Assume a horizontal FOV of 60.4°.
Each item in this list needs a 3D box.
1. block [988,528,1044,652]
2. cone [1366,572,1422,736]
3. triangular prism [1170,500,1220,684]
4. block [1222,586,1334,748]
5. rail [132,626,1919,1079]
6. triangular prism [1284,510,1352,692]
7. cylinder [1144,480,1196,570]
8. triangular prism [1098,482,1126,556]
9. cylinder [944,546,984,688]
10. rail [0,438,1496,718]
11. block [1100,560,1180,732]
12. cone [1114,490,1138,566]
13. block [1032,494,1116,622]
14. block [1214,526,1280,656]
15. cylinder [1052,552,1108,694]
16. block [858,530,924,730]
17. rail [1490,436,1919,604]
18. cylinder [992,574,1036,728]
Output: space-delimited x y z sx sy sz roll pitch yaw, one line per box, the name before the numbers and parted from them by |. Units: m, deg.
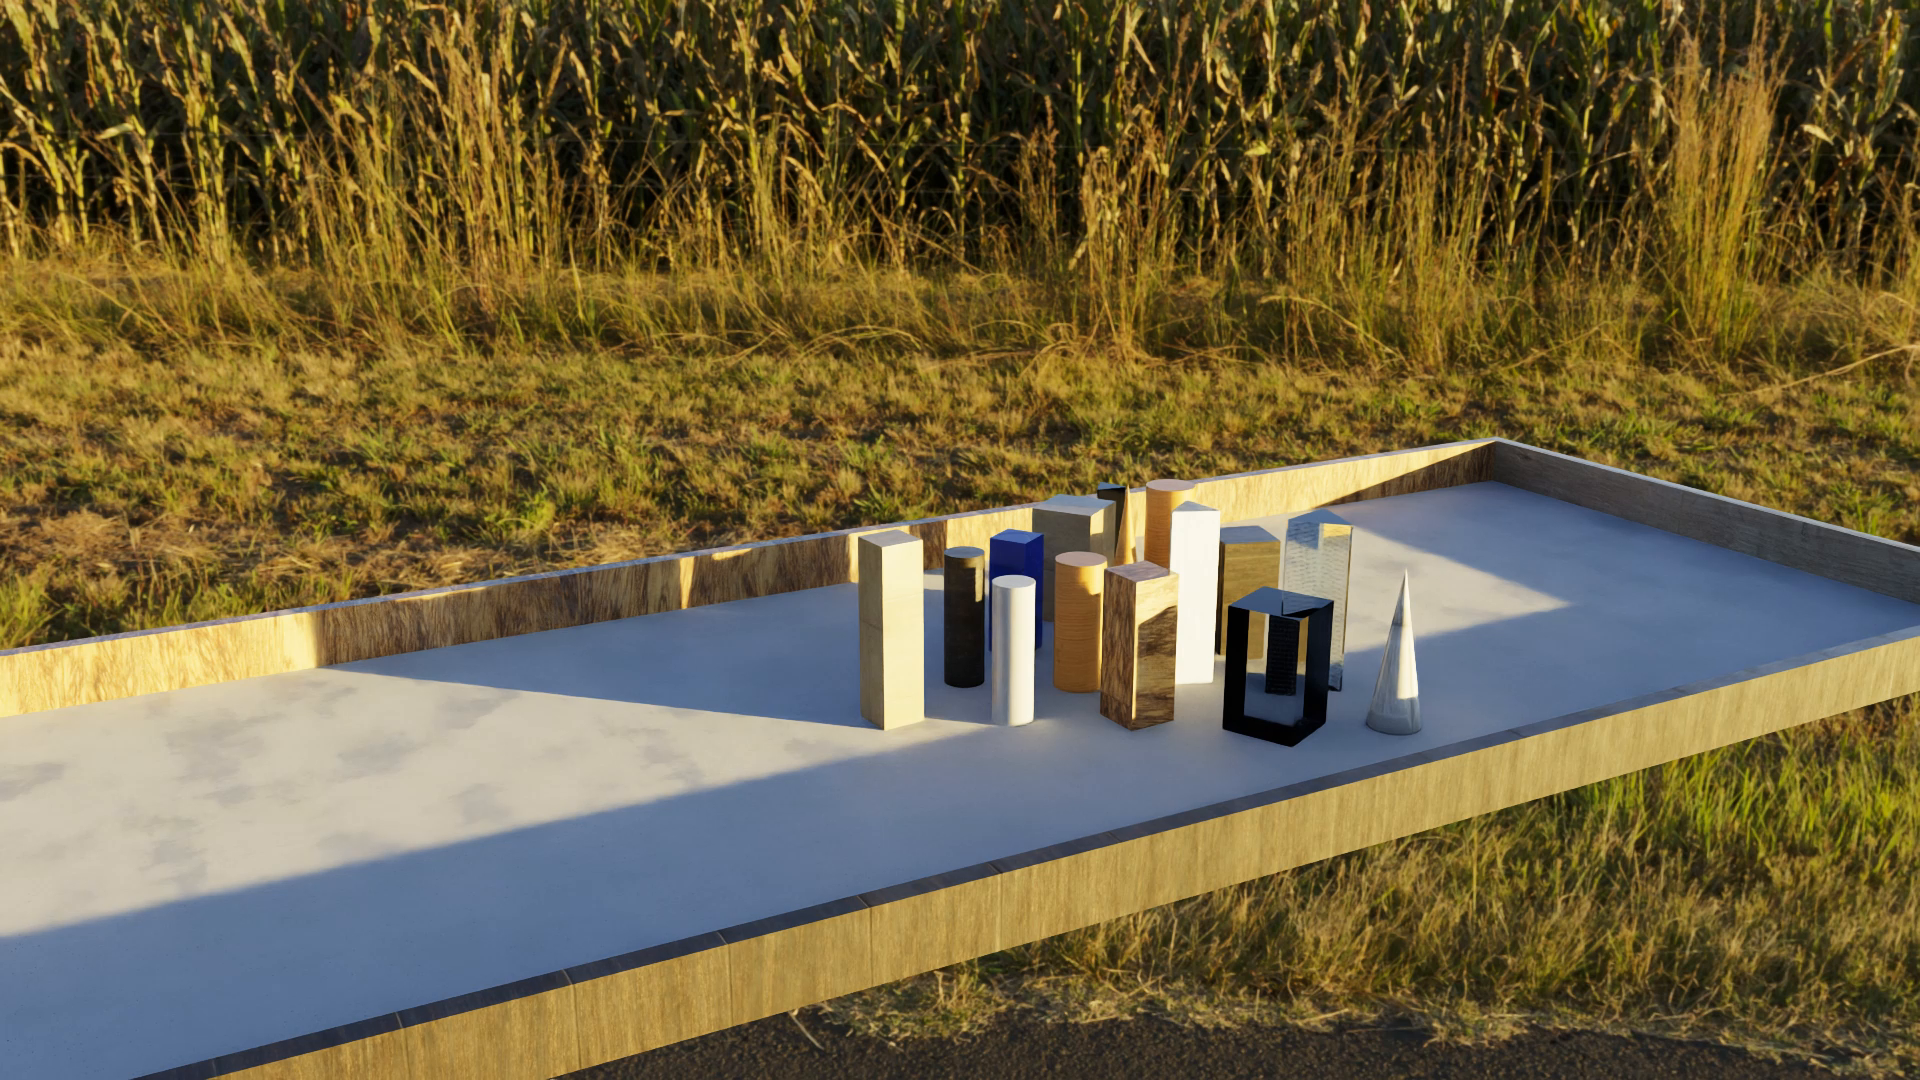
block | 0.147 0.138 4.333 0.105 0.311 0.105 9 19 28
cone | 1.019 0.248 3.821 0.127 0.389 0.127 0 16 0
triangular prism | 0.570 0.130 4.119 0.120 0.447 0.104 -1 16 -4
block | 0.737 0.291 3.826 0.178 0.305 0.178 12 20 35
rail | -2.336 1.006 1.665 12.000 0.150 0.050 -9 18 -27
triangular prism | 0.887 0.145 4.104 0.155 0.427 0.134 5 17 16
cylinder | 0.577 0.033 4.566 0.134 0.382 0.134 0 16 0
triangular prism | 0.428 -0.016 4.874 0.090 0.302 0.078 -6 17 -19
cylinder | 0.011 0.192 4.104 0.102 0.338 0.102 0 16 0
rail | -3.305 0.497 3.399 12.000 0.150 0.050 -9 18 -27
block | 0.420 0.247 3.870 0.124 0.364 0.124 -10 19 -31
cone | 0.437 0.065 4.347 0.127 0.443 0.127 0 16 0
block | 0.316 0.056 4.598 0.175 0.320 0.175 8 18 26
block | 0.740 0.132 4.369 0.152 0.304 0.152 -4 17 -12
cylinder | 0.296 0.203 4.082 0.127 0.327 0.127 0 16 0
block | -0.161 0.209 3.853 0.109 0.445 0.109 -11 20 -33
rail | 2.466 -0.048 5.253 0.050 0.150 2.100 -9 18 -27
cylinder | 0.124 0.260 3.864 0.101 0.342 0.101 0 16 0
